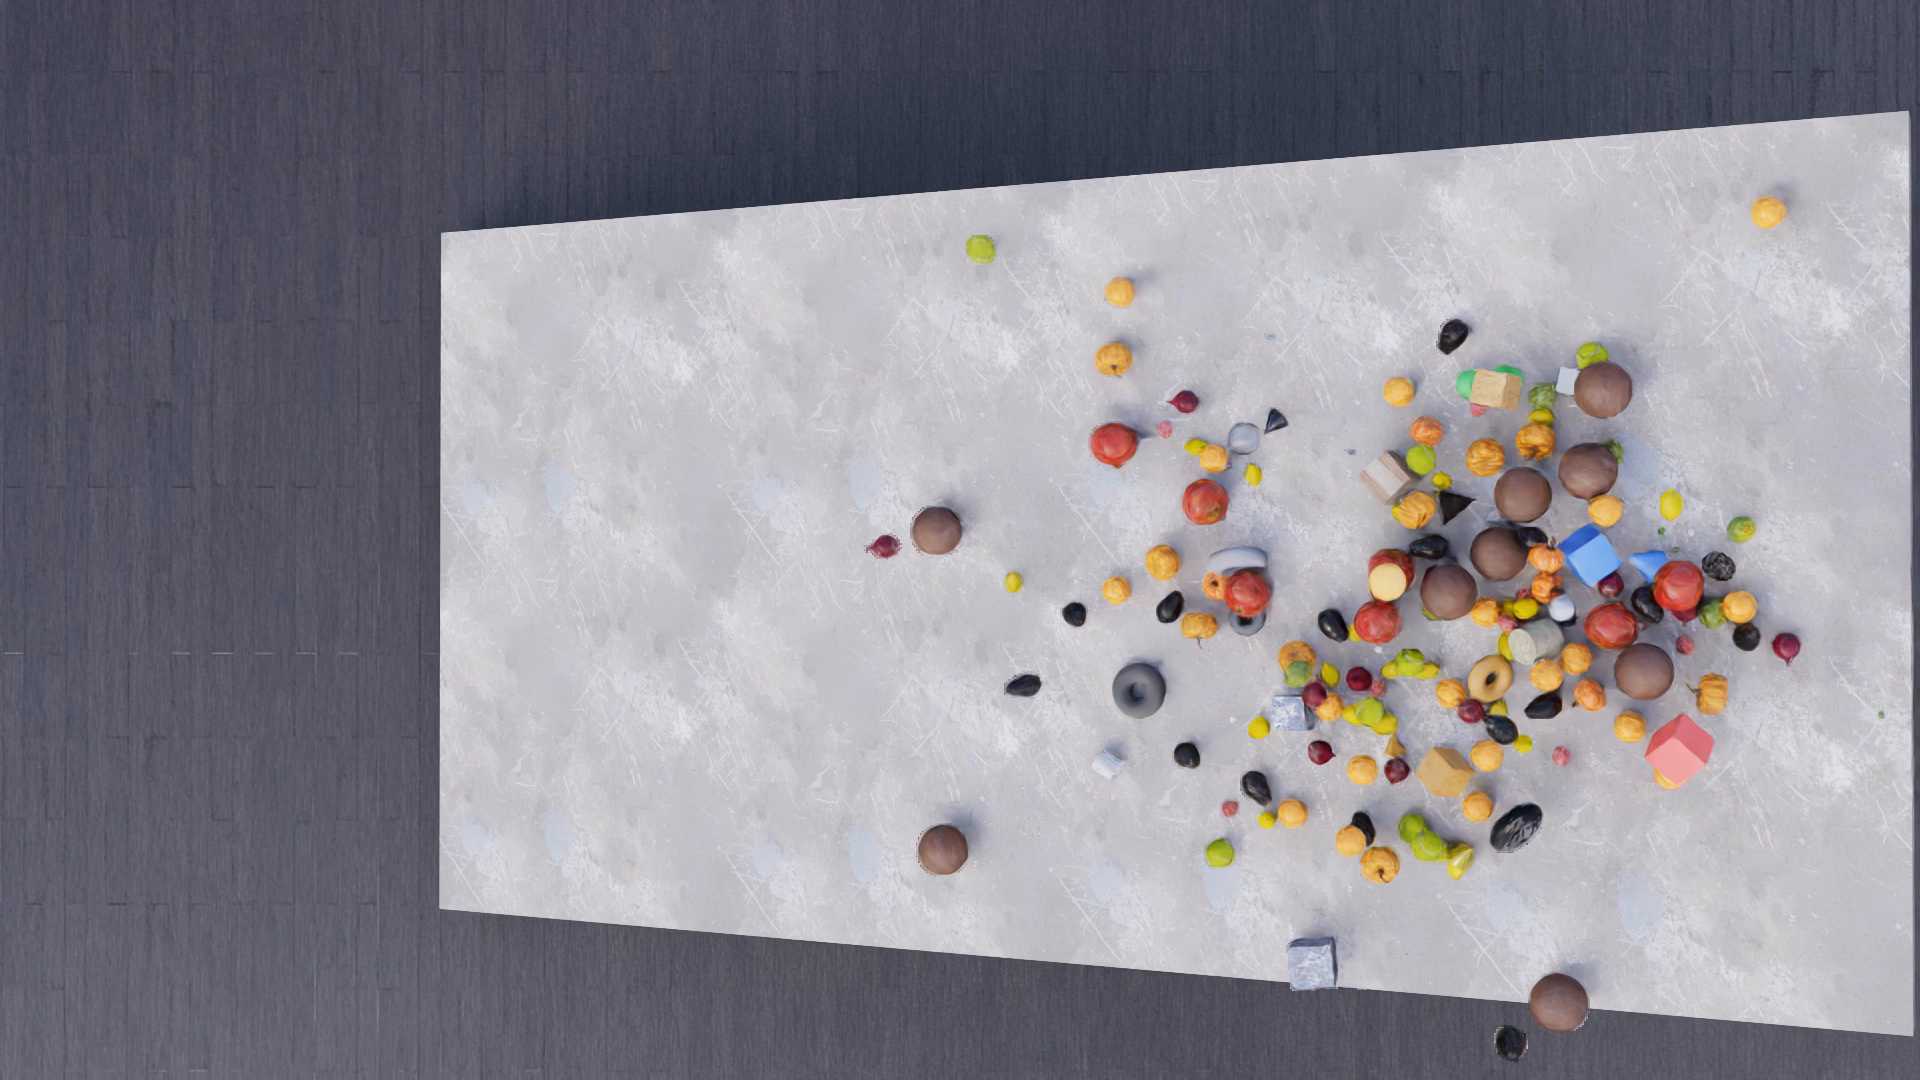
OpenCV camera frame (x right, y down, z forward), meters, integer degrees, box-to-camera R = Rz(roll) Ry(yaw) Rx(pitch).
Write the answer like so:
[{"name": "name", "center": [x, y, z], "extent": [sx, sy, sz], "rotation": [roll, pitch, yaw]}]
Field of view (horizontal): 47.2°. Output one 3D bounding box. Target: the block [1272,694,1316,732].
[{"name": "block", "center": [0.806, 0.417, 5.314], "extent": [0.082, 0.082, 0.082], "rotation": [-1, 89, 26]}]

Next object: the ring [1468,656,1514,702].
[{"name": "ring", "center": [1.230, 0.321, 5.098], "extent": [0.117, 0.039, 0.117], "rotation": [-8, 112, -21]}]

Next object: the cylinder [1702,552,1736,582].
[{"name": "cylinder", "center": [1.688, 0.059, 4.894], "extent": [0.057, 0.057, 0.057], "rotation": [-9, 74, 35]}]

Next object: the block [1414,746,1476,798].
[{"name": "block", "center": [1.126, 0.539, 5.106], "extent": [0.080, 0.080, 0.080], "rotation": [10, 119, -35]}]

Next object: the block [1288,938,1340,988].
[{"name": "block", "center": [0.846, 1.010, 5.252], "extent": [0.098, 0.098, 0.098], "rotation": [-7, 90, 16]}]

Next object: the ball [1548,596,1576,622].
[{"name": "ball", "center": [1.370, 0.156, 5.001], "extent": [0.060, 0.060, 0.060], "rotation": [0, 89, 0]}]

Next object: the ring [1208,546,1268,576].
[{"name": "ring", "center": [0.675, 0.052, 5.345], "extent": [0.146, 0.146, 0.049], "rotation": [-5, 75, 0]}]

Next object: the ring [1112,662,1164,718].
[{"name": "ring", "center": [0.448, 0.377, 5.511], "extent": [0.139, 0.046, 0.139], "rotation": [-1, 88, 25]}]

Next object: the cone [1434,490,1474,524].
[{"name": "cone", "center": [1.168, -0.086, 5.158], "extent": [0.086, 0.086, 0.086], "rotation": [-13, 89, 7]}]

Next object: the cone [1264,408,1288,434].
[{"name": "cone", "center": [0.757, -0.277, 5.346], "extent": [0.059, 0.059, 0.059], "rotation": [44, 78, 0]}]

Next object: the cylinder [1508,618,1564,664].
[{"name": "cylinder", "center": [1.321, 0.232, 5.043], "extent": [0.086, 0.086, 0.086], "rotation": [-19, 89, -27]}]

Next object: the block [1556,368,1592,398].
[{"name": "block", "center": [1.406, -0.361, 5.042], "extent": [0.057, 0.057, 0.057], "rotation": [15, 96, 28]}]

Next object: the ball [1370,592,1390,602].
[{"name": "ball", "center": [0.980, 0.117, 5.100], "extent": [0.058, 0.058, 0.058], "rotation": [0, 89, 0]}]

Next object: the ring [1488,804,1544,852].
[{"name": "ring", "center": [1.271, 0.657, 5.028], "extent": [0.139, 0.139, 0.046], "rotation": [-35, 54, 0]}]

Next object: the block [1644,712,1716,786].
[{"name": "block", "center": [1.581, 0.459, 4.830], "extent": [0.094, 0.094, 0.094], "rotation": [41, 133, 1]}]

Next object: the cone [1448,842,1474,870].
[{"name": "cone", "center": [1.181, 0.727, 5.122], "extent": [0.066, 0.066, 0.066], "rotation": [5, 63, -10]}]

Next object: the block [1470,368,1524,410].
[{"name": "block", "center": [1.230, -0.345, 5.046], "extent": [0.079, 0.079, 0.079], "rotation": [16, 99, 40]}]

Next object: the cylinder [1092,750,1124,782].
[{"name": "cylinder", "center": [0.372, 0.568, 5.534], "extent": [0.060, 0.060, 0.060], "rotation": [34, 89, 20]}]

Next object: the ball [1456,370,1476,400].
[{"name": "ball", "center": [1.194, -0.363, 5.140], "extent": [0.070, 0.070, 0.070], "rotation": [0, 89, 0]}]

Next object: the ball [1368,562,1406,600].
[{"name": "ball", "center": [0.970, 0.095, 4.990], "extent": [0.086, 0.086, 0.086], "rotation": [0, 89, 0]}]

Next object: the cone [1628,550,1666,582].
[{"name": "cone", "center": [1.532, 0.046, 4.946], "extent": [0.077, 0.077, 0.077], "rotation": [21, 89, -18]}]

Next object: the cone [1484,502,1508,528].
[{"name": "cone", "center": [1.250, -0.064, 5.106], "extent": [0.057, 0.057, 0.057], "rotation": [12, 77, 0]}]

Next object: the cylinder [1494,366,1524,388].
[{"name": "cylinder", "center": [1.271, -0.374, 5.104], "extent": [0.057, 0.057, 0.057], "rotation": [-4, 83, 38]}]

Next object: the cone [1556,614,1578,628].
[{"name": "cone", "center": [1.379, 0.188, 5.024], "extent": [0.050, 0.050, 0.050], "rotation": [12, 117, 24]}]

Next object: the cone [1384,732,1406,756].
[{"name": "cone", "center": [1.033, 0.481, 5.236], "extent": [0.050, 0.050, 0.050], "rotation": [1, 60, 0]}]

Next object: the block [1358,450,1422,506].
[{"name": "block", "center": [1.019, -0.147, 5.207], "extent": [0.091, 0.091, 0.091], "rotation": [-47, 69, 22]}]

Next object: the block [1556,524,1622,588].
[{"name": "block", "center": [1.422, 0.034, 4.972], "extent": [0.091, 0.091, 0.091], "rotation": [-36, 103, 6]}]

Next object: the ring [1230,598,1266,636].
[{"name": "ring", "center": [0.704, 0.189, 5.395], "extent": [0.094, 0.031, 0.094], "rotation": [0, 90, 28]}]

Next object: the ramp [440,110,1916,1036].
[{"name": "ramp", "center": [0.281, 0.080, 5.676], "extent": [4.000, 0.100, 2.000], "rotation": [0, 89, 26]}]

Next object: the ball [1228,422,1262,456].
[{"name": "ball", "center": [0.696, -0.248, 5.376], "extent": [0.081, 0.081, 0.081], "rotation": [0, 89, 0]}]
